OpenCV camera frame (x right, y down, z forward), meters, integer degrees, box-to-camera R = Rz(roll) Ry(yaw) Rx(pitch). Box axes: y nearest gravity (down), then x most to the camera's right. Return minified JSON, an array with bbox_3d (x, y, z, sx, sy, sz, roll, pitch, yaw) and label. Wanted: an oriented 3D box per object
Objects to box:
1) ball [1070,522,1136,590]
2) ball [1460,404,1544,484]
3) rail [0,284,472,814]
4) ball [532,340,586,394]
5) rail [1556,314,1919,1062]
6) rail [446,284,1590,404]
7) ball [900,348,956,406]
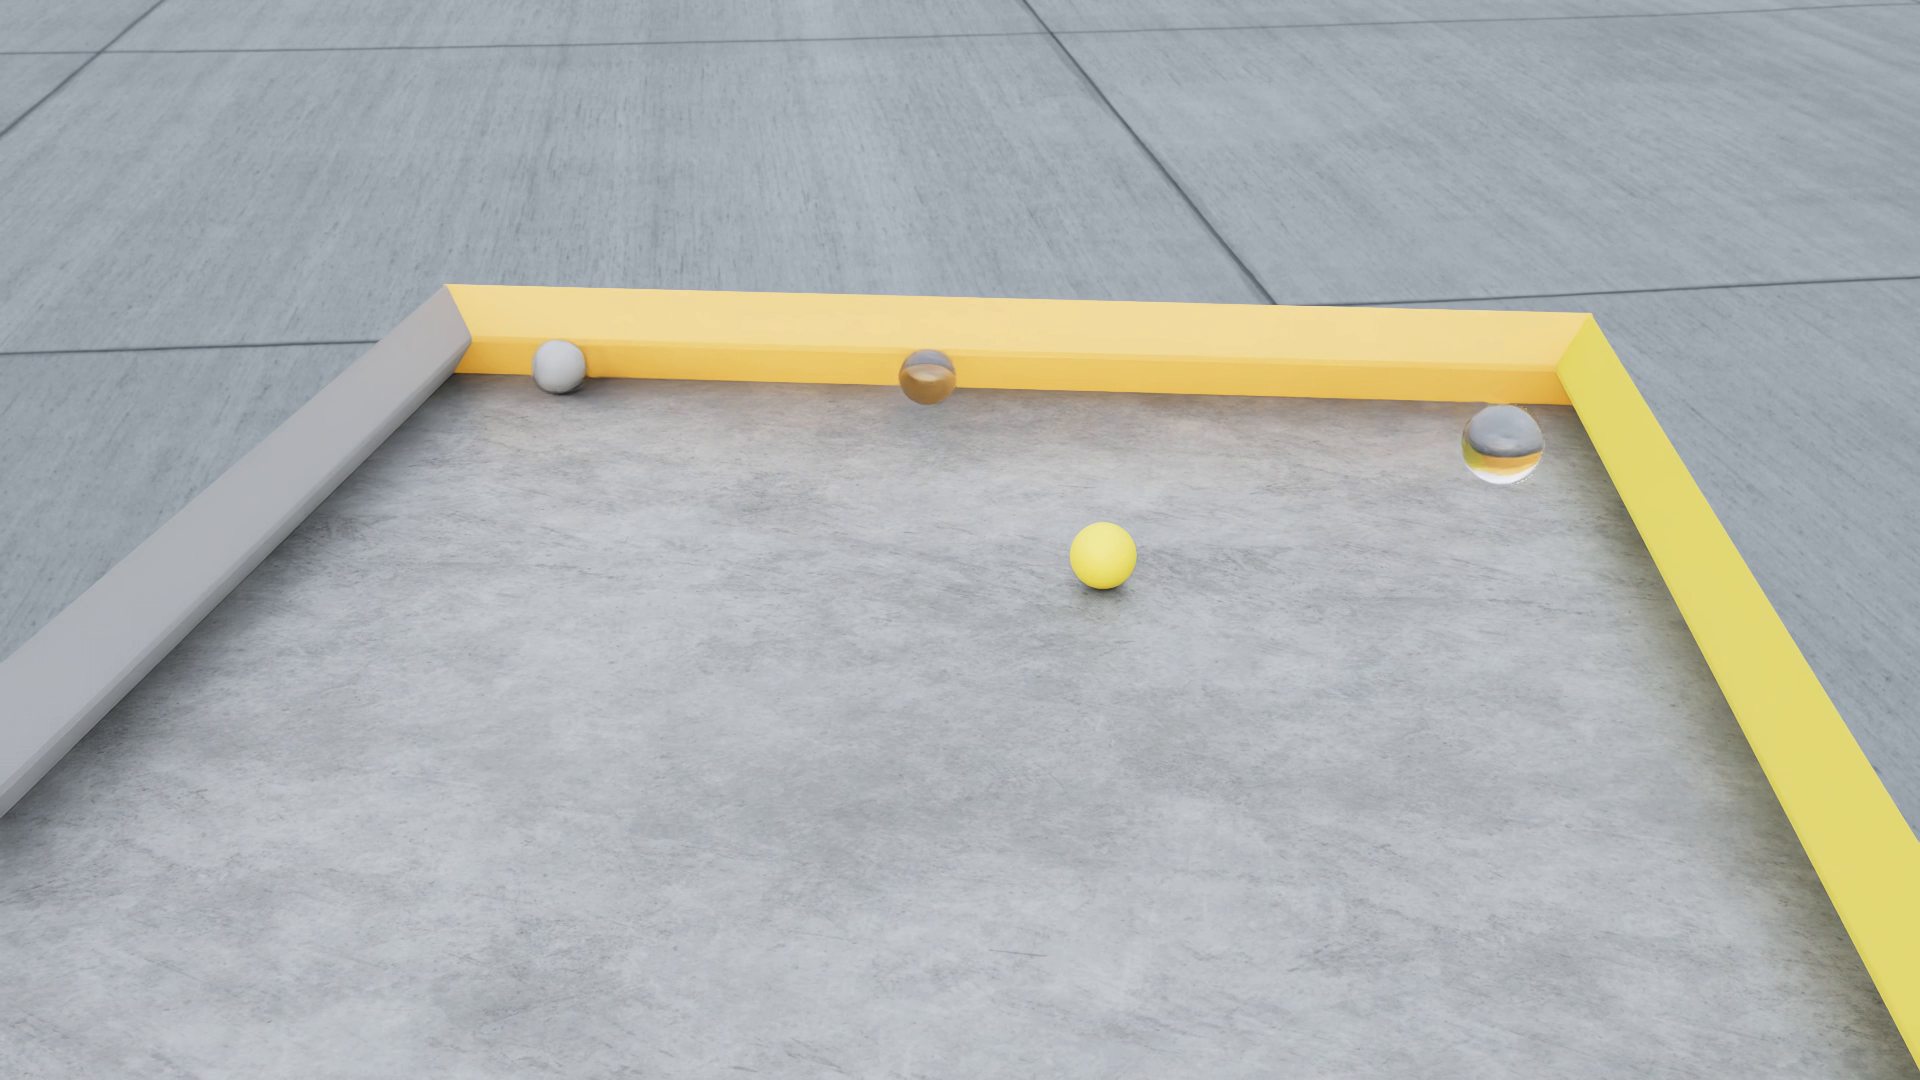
[{"bbox_3d":[0.149,0.016,2.281,0.070,0.070,0.070,0,22,0],"label":"ball"},{"bbox_3d":[0.632,-0.112,2.567,0.093,0.093,0.093,0,22,0],"label":"ball"},{"bbox_3d":[-0.783,0.185,1.788,0.045,0.121,2.529,2,22,5],"label":"rail"},{"bbox_3d":[-0.526,-0.227,2.886,0.070,0.070,0.070,0,22,0],"label":"ball"},{"bbox_3d":[0.664,0.236,1.662,0.045,0.121,2.529,2,22,5],"label":"rail"},{"bbox_3d":[0.057,-0.250,2.872,1.501,0.121,0.045,2,22,5],"label":"rail"},{"bbox_3d":[-0.042,-0.211,2.841,0.074,0.074,0.074,0,22,0],"label":"ball"}]
